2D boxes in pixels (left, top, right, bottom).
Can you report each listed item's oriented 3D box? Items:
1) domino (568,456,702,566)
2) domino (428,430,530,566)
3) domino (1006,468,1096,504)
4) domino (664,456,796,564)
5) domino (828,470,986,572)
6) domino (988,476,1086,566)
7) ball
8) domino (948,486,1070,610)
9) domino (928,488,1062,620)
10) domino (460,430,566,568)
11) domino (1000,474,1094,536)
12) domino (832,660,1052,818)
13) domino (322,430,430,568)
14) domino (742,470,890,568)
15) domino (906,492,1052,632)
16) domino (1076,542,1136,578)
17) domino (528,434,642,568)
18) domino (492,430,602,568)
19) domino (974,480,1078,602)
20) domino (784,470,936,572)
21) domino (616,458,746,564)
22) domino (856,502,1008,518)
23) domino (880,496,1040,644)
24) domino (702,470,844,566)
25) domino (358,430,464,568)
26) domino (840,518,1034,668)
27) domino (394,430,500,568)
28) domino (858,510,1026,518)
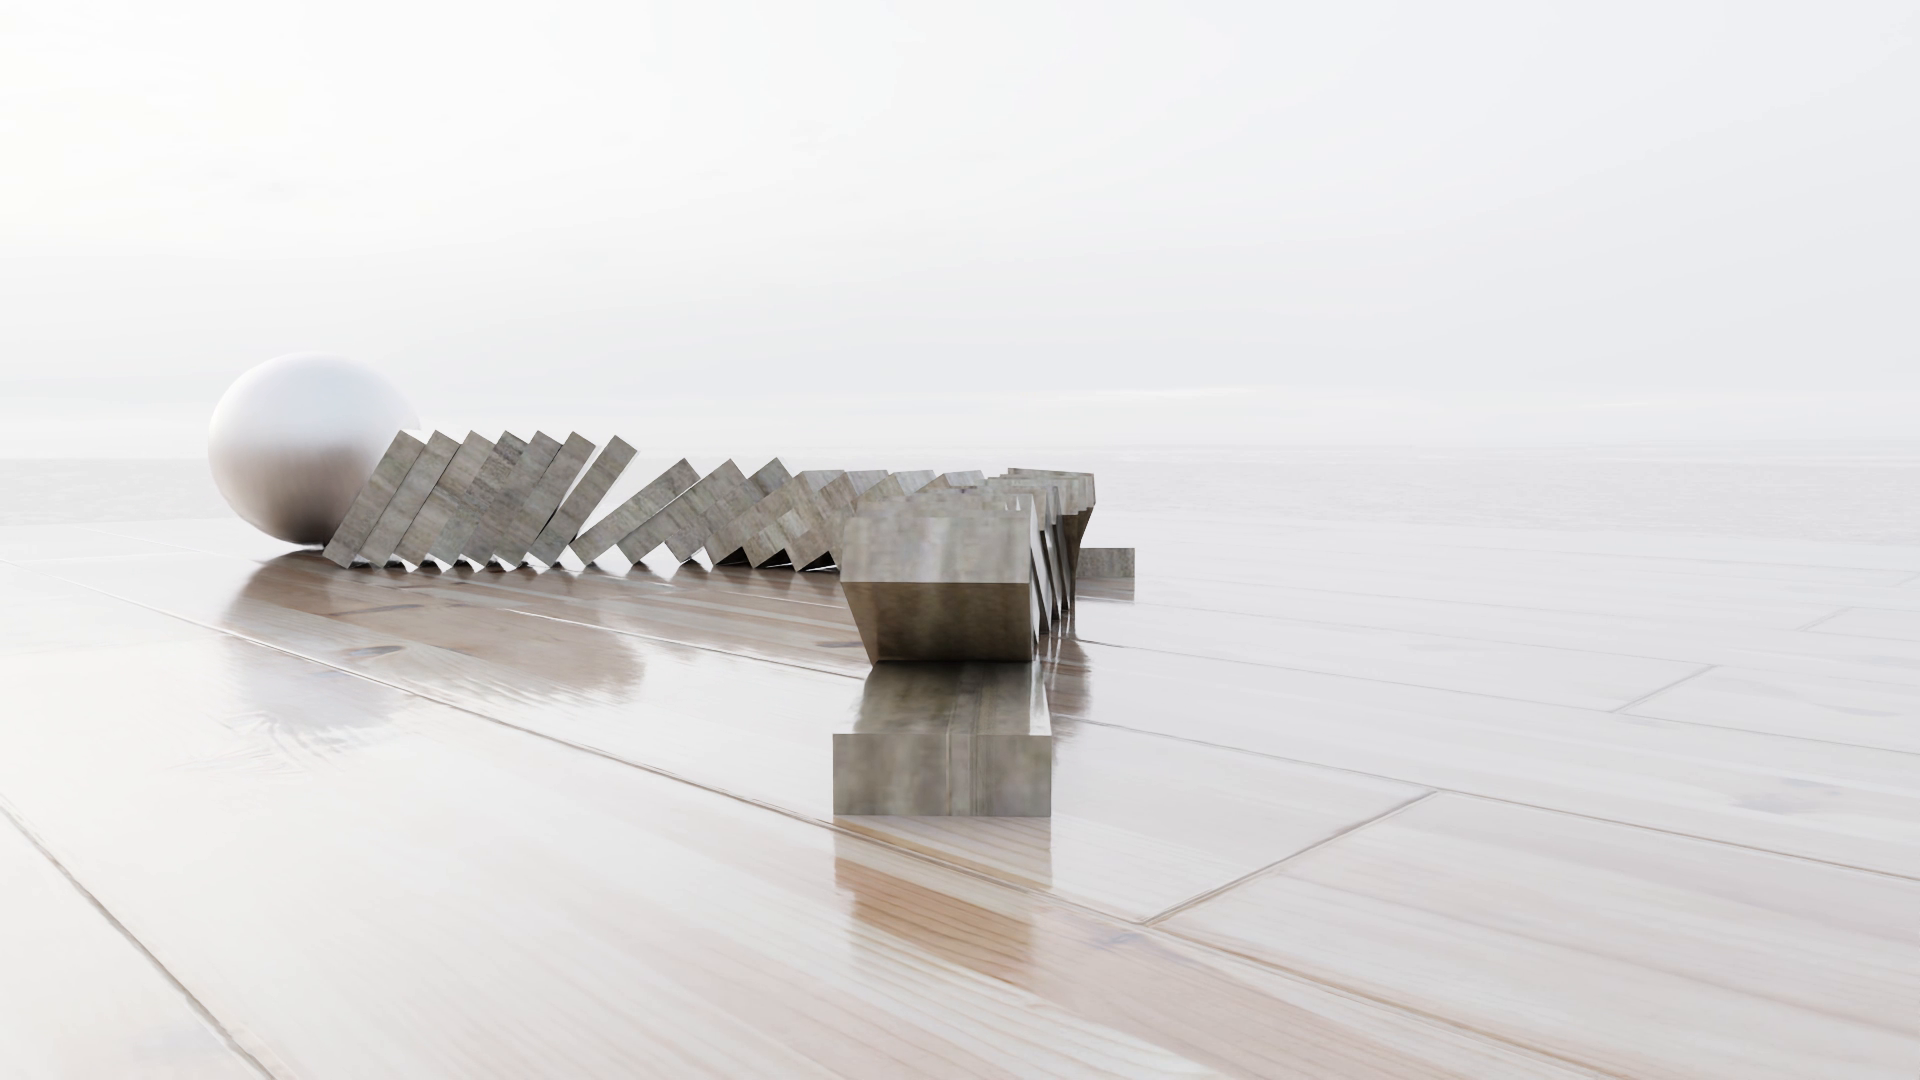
[{"bbox_3d":[-0.116,-0.011,0.459,0.050,0.009,0.025,-38,10,-6],"label":"domino"},{"bbox_3d":[-0.169,-0.015,0.456,0.010,0.050,0.025,32,-2,-11],"label":"domino"},{"bbox_3d":[0.022,-0.004,0.383,0.025,0.009,0.050,3,-27,-9],"label":"domino"},{"bbox_3d":[-0.082,-0.011,0.465,0.050,0.009,0.025,-37,4,0],"label":"domino"},{"bbox_3d":[-0.016,-0.006,0.416,0.050,0.009,0.025,-32,-10,27],"label":"domino"},{"bbox_3d":[0.020,-0.001,0.347,0.025,0.009,0.050,1,-27,1],"label":"domino"},{"bbox_3d":[-0.263,-0.037,0.527,0.080,0.080,0.080,0,4,0],"label":"ball"},{"bbox_3d":[0.013,0.003,0.309,0.025,0.009,0.050,1,-25,9],"label":"domino"},{"bbox_3d":[0.009,0.004,0.291,0.025,0.009,0.050,1,-25,9],"label":"domino"},{"bbox_3d":[-0.157,-0.015,0.455,0.010,0.050,0.025,32,-2,-11],"label":"domino"},{"bbox_3d":[0.021,-0.002,0.366,0.025,0.009,0.050,1,-27,-5],"label":"domino"},{"bbox_3d":[-0.001,0.025,0.171,0.025,0.009,0.050,0,4,2],"label":"domino"},{"bbox_3d":[-0.202,-0.015,0.449,0.010,0.050,0.025,32,-2,-11],"label":"domino"},{"bbox_3d":[-0.048,-0.007,0.437,0.050,0.009,0.025,-32,-11,27],"label":"domino"},{"bbox_3d":[0.005,0.006,0.272,0.025,0.009,0.050,1,-25,9],"label":"domino"},{"bbox_3d":[0.031,0.006,0.422,0.050,0.009,0.025,0,4,0],"label":"domino"},{"bbox_3d":[-0.132,-0.014,0.454,0.010,0.050,0.025,37,-3,-11],"label":"domino"},{"bbox_3d":[-0.145,-0.015,0.453,0.009,0.050,0.025,33,-2,-11],"label":"domino"},{"bbox_3d":[0.017,0.001,0.329,0.025,0.009,0.050,0,-27,4],"label":"domino"},{"bbox_3d":[-0.032,-0.006,0.427,0.050,0.009,0.025,-32,-11,27],"label":"domino"},{"bbox_3d":[-0.100,-0.011,0.464,0.050,0.009,0.025,-38,9,-5],"label":"domino"},{"bbox_3d":[-0.002,0.009,0.233,0.025,0.010,0.050,0,-25,9],"label":"domino"},{"bbox_3d":[0.001,0.007,0.252,0.025,0.009,0.050,0,-25,9],"label":"domino"},{"bbox_3d":[-0.063,-0.008,0.448,0.050,0.010,0.025,-32,-11,26],"label":"domino"},{"bbox_3d":[-0.191,-0.015,0.451,0.010,0.050,0.025,32,-2,-11],"label":"domino"},{"bbox_3d":[-0.002,0.012,0.193,0.025,0.009,0.050,0,-25,4],"label":"domino"},{"bbox_3d":[-0.180,-0.015,0.454,0.010,0.050,0.025,32,-2,-11],"label":"domino"},{"bbox_3d":[-0.001,0.010,0.213,0.025,0.009,0.050,0,-25,5],"label":"domino"}]
